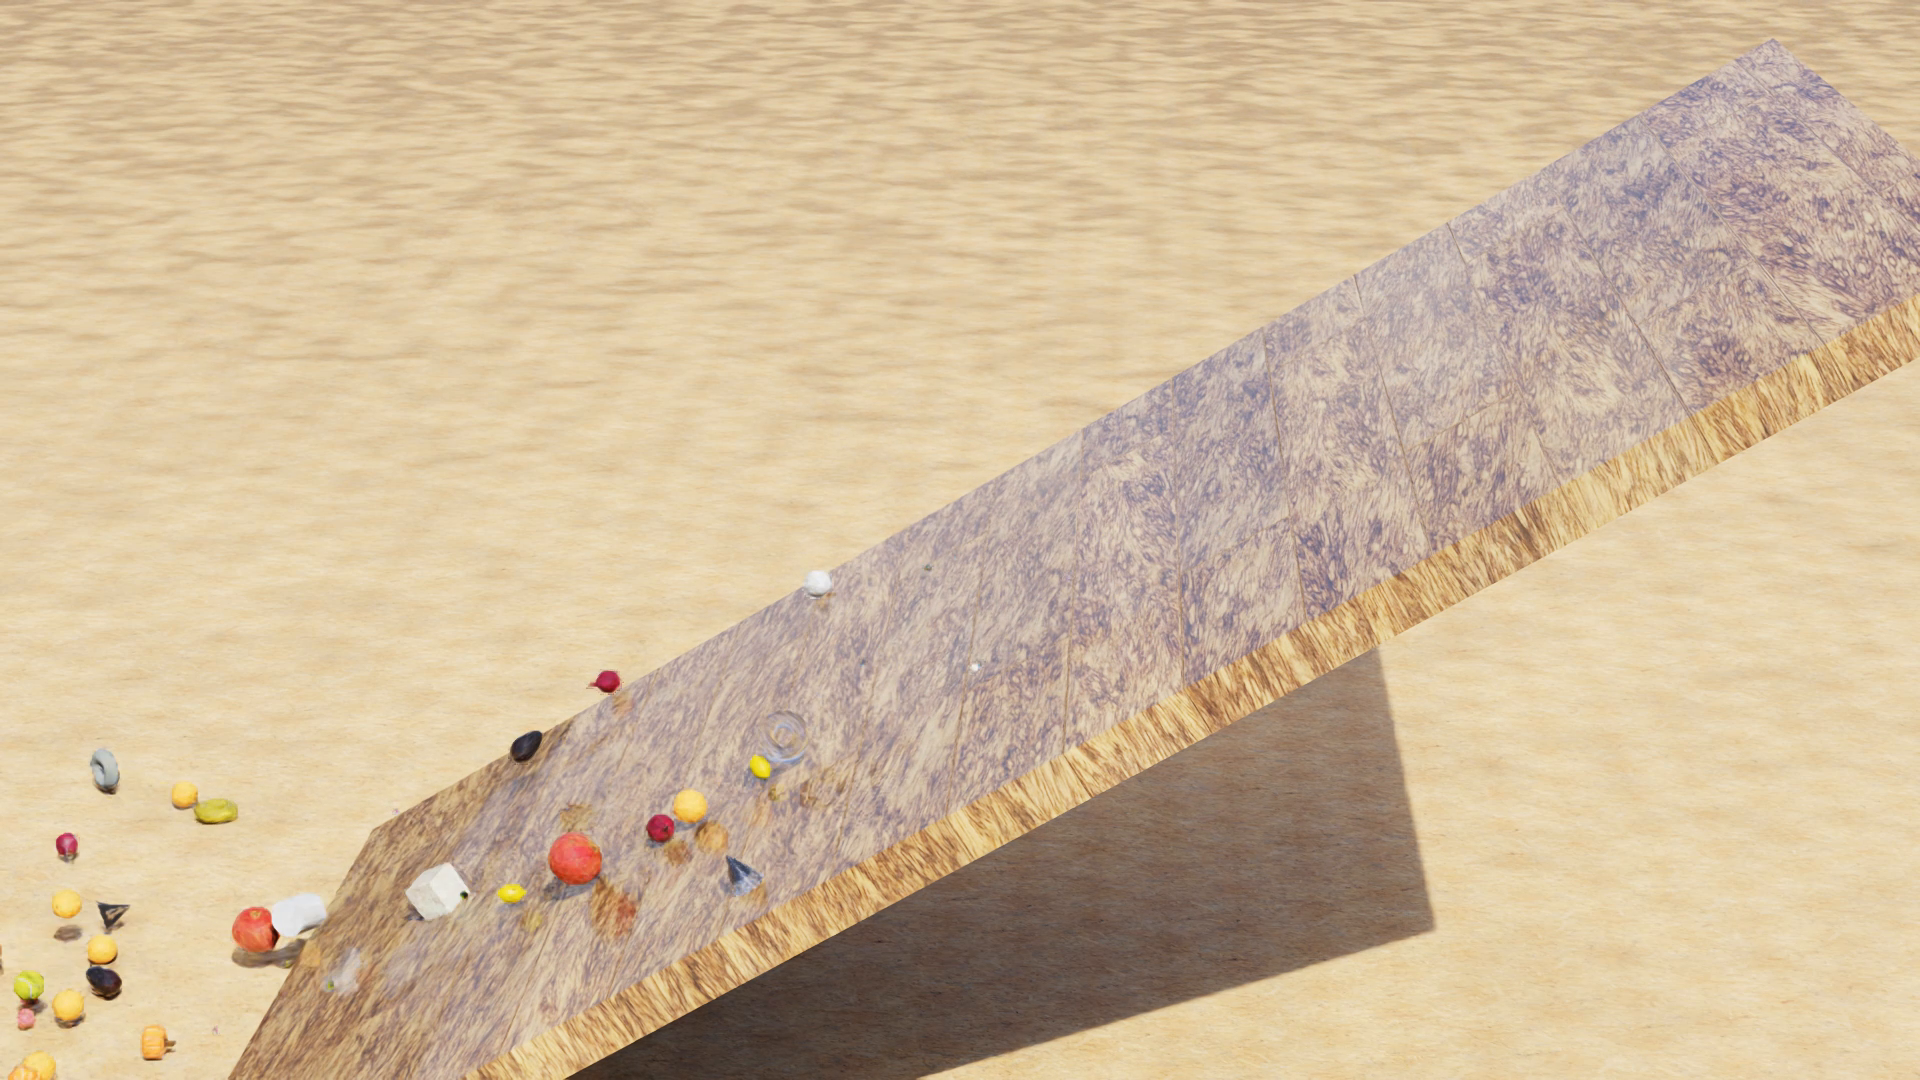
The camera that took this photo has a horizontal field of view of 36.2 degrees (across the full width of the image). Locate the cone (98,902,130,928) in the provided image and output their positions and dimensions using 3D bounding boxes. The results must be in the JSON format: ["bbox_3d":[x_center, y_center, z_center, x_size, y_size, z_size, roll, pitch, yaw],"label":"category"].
[{"bbox_3d":[-2.080,0.915,7.255,0.071,0.071,0.071,-20,24,-14],"label":"cone"}]

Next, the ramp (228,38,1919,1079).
[{"bbox_3d":[0.141,0.169,6.289,4.000,0.100,2.000,-29,15,13],"label":"ramp"}]

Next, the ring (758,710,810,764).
[{"bbox_3d":[-0.366,0.407,6.096,0.111,0.111,0.037,4,-3,12],"label":"ring"}]

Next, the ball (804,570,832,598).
[{"bbox_3d":[-0.347,0.106,7.169,0.067,0.067,0.067,0,19,0],"label":"ball"}]

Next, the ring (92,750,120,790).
[{"bbox_3d":[-2.341,0.628,8.053,0.038,0.115,0.115,-17,26,-41],"label":"ring"}]

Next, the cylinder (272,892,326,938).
[{"bbox_3d":[-1.567,0.887,6.970,0.090,0.090,0.090,8,8,21],"label":"cylinder"}]

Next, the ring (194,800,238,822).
[{"bbox_3d":[-2.002,0.729,7.919,0.117,0.039,0.117,3,15,-1],"label":"ring"}]

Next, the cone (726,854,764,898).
[{"bbox_3d":[-0.427,0.631,5.626,0.076,0.076,0.076,-30,15,9],"label":"cone"}]

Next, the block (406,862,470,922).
[{"bbox_3d":[-1.180,0.794,6.641,0.084,0.084,0.084,-22,18,35],"label":"block"}]
